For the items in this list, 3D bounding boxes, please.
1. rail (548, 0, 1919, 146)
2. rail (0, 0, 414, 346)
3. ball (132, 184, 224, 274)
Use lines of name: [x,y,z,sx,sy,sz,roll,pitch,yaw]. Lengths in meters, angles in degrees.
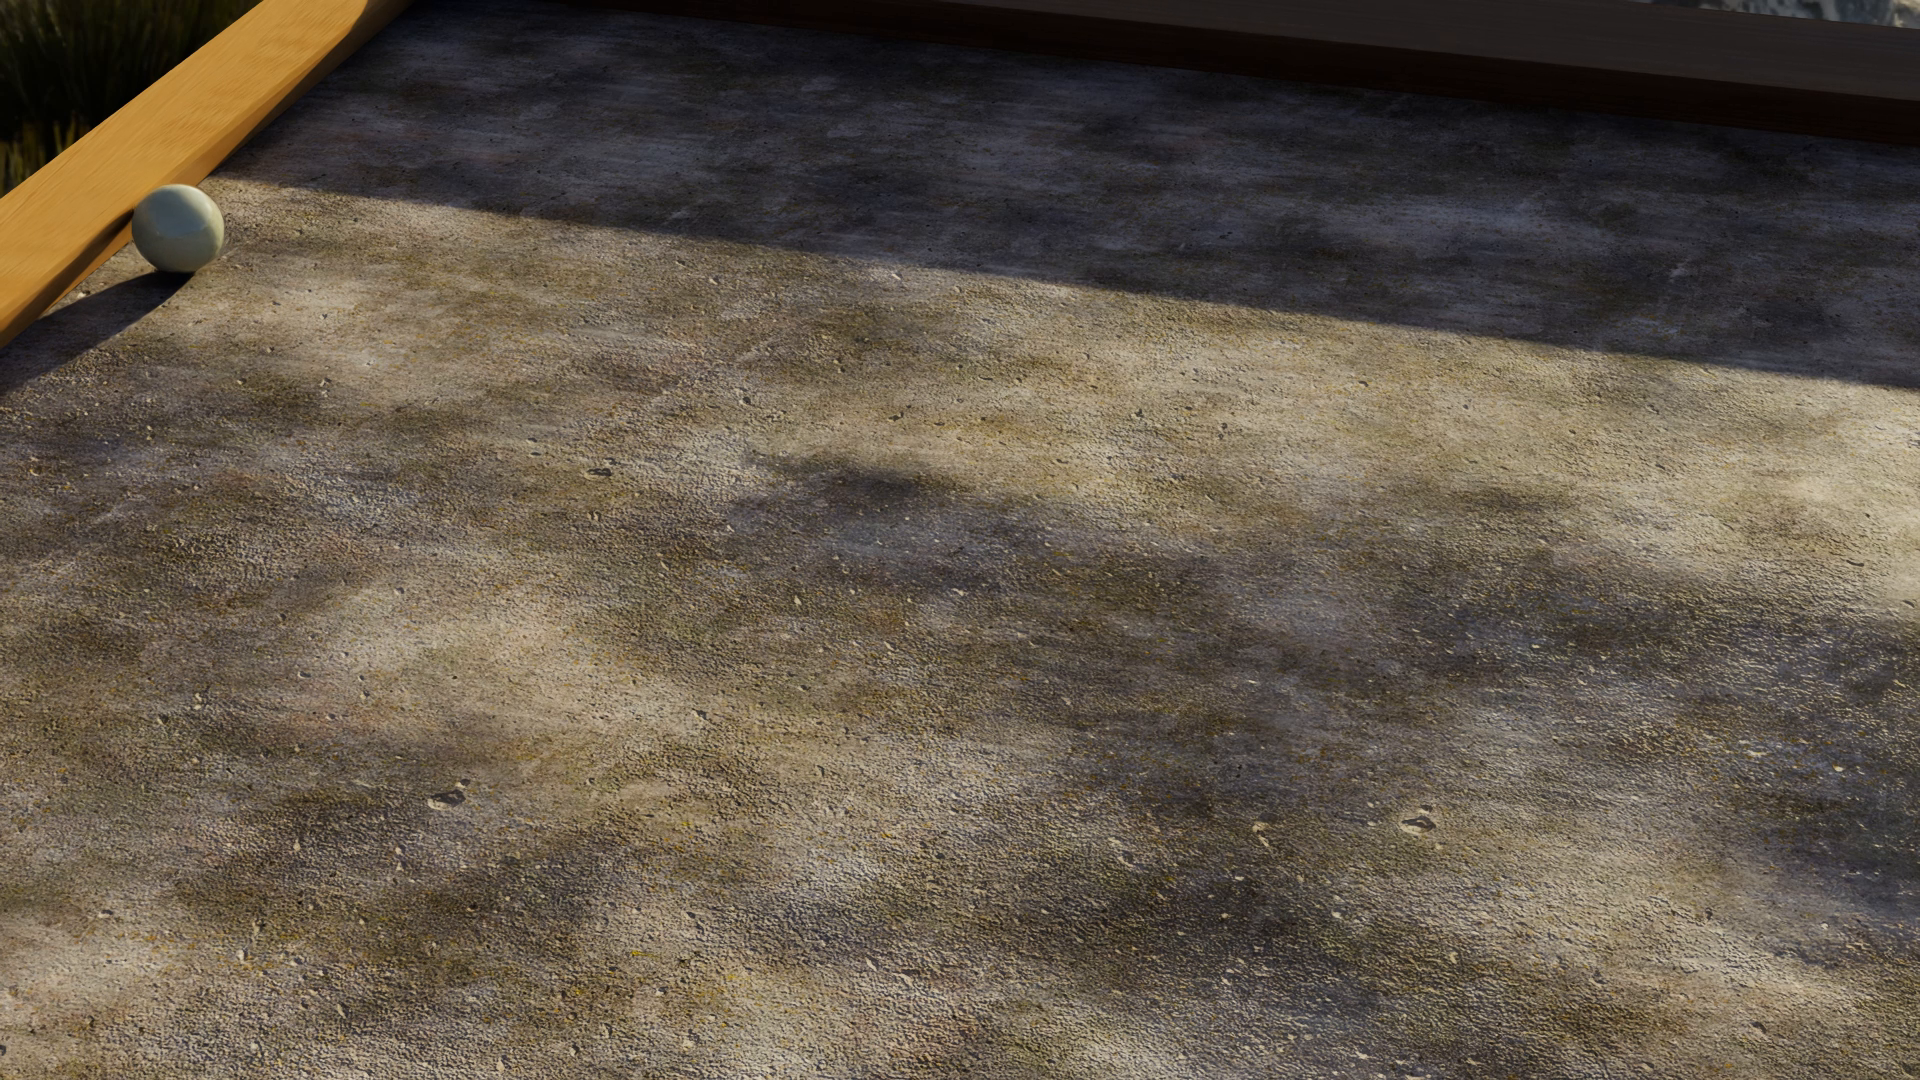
rail: [1.191,-0.432,2.624,3.811,0.128,0.045,8,34,13]
rail: [-0.897,-0.150,2.197,0.045,0.128,2.128,8,34,13]
ball: [-0.750,-0.298,2.462,0.086,0.086,0.086,0,33,0]
